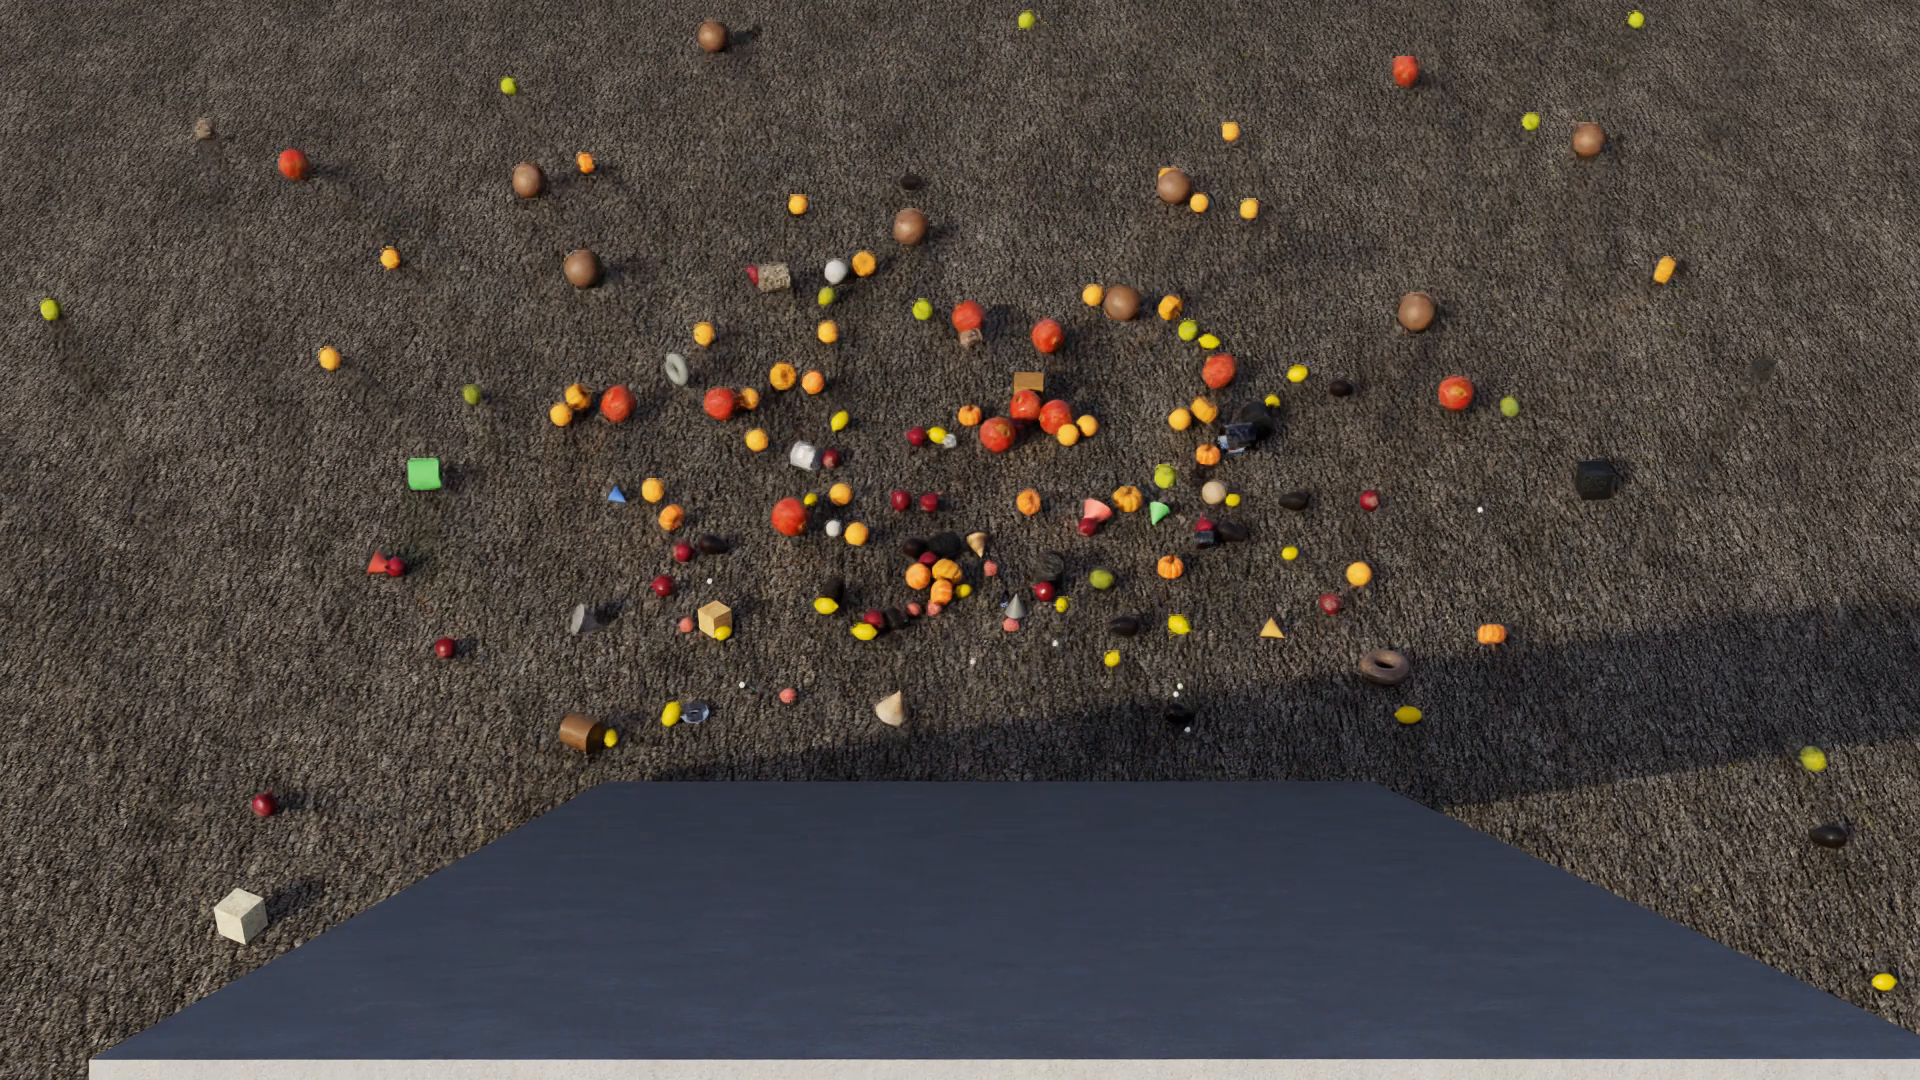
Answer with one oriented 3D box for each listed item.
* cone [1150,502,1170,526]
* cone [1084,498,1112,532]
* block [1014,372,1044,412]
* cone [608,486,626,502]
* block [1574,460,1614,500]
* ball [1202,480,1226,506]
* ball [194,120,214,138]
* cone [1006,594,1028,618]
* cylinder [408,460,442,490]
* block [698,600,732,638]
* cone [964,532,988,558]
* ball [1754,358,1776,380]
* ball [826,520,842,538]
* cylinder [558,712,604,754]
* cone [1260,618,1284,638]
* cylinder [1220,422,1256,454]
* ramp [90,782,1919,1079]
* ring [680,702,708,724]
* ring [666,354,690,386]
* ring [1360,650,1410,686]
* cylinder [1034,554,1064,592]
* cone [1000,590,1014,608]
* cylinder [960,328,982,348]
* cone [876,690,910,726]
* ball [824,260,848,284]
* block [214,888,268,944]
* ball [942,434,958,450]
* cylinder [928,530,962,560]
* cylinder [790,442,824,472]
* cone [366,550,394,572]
[{"bbox_3d":[0.602,-0.070,7.956,0.066,0.066,0.066,14,62,20],"label":"cone"},{"bbox_3d":[0.402,-0.062,7.933,0.091,0.091,0.091,19,64,26],"label":"cone"},{"bbox_3d":[0.226,-0.486,8.534,0.096,0.096,0.096,1,33,2],"label":"block"},{"bbox_3d":[-1.058,-0.132,8.056,0.054,0.054,0.054,32,37,-1],"label":"cone"},{"bbox_3d":[1.975,-0.185,8.080,0.087,0.087,0.087,-2,33,-3],"label":"block"},{"bbox_3d":[0.786,-0.145,8.027,0.078,0.078,0.078,0,33,0],"label":"ball"},{"bbox_3d":[-3.004,-1.634,10.316,0.077,0.077,0.077,0,33,0],"label":"ball"},{"bbox_3d":[0.164,0.182,7.534,0.067,0.067,0.067,0,33,0],"label":"cone"},{"bbox_3d":[-1.672,-0.203,8.102,0.093,0.093,0.093,-5,33,-7],"label":"cylinder"},{"bbox_3d":[-0.704,0.228,7.463,0.068,0.068,0.068,-29,43,-36],"label":"block"},{"bbox_3d":[0.057,0.025,7.808,0.070,0.070,0.070,-9,61,-13],"label":"cone"},{"bbox_3d":[2.696,-0.574,8.693,0.070,0.070,0.070,0,33,0],"label":"ball"},{"bbox_3d":[-0.383,-0.034,7.881,0.051,0.051,0.051,0,33,0],"label":"ball"},{"bbox_3d":[-1.020,0.521,6.994,0.088,0.088,0.088,17,37,24],"label":"cylinder"},{"bbox_3d":[0.905,0.264,7.444,0.063,0.063,0.063,32,37,-1],"label":"cone"},{"bbox_3d":[0.888,-0.326,8.291,0.092,0.092,0.092,-7,34,-11],"label":"cylinder"},{"bbox_3d":[0.073,0.641,4.756,2.000,0.100,4.000,0,-1,0],"label":"ramp"},{"bbox_3d":[-0.729,0.474,7.123,0.078,0.026,0.078,-1,34,0],"label":"ring"},{"bbox_3d":[-0.940,-0.568,8.642,0.038,0.115,0.115,-28,42,-32],"label":"ring"},{"bbox_3d":[1.194,0.357,7.284,0.141,0.047,0.141,1,33,-1],"label":"ring"},{"bbox_3d":[0.263,0.097,7.633,0.080,0.080,0.080,1,53,-2],"label":"cylinder"},{"bbox_3d":[0.152,0.178,7.580,0.050,0.050,0.050,17,26,-24],"label":"cone"},{"bbox_3d":[0.038,-0.692,8.887,0.056,0.056,0.056,-20,38,-27],"label":"cylinder"},{"bbox_3d":[-0.173,0.440,7.090,0.094,0.094,0.094,11,43,-10],"label":"cone"},{"bbox_3d":[-0.443,-0.957,9.267,0.085,0.085,0.085,0,33,0],"label":"ball"},{"bbox_3d":[-1.767,0.925,6.377,0.084,0.084,0.084,16,36,23],"label":"block"},{"bbox_3d":[-0.030,-0.316,8.314,0.050,0.050,0.050,0,33,0],"label":"ball"},{"bbox_3d":[-0.047,0.017,7.782,0.073,0.073,0.073,-22,39,-30],"label":"cylinder"},{"bbox_3d":[-0.484,-0.263,8.208,0.077,0.077,0.077,17,37,24],"label":"cylinder"},{"bbox_3d":[-1.716,0.077,7.725,0.077,0.077,0.077,24,28,-18],"label":"cone"}]
